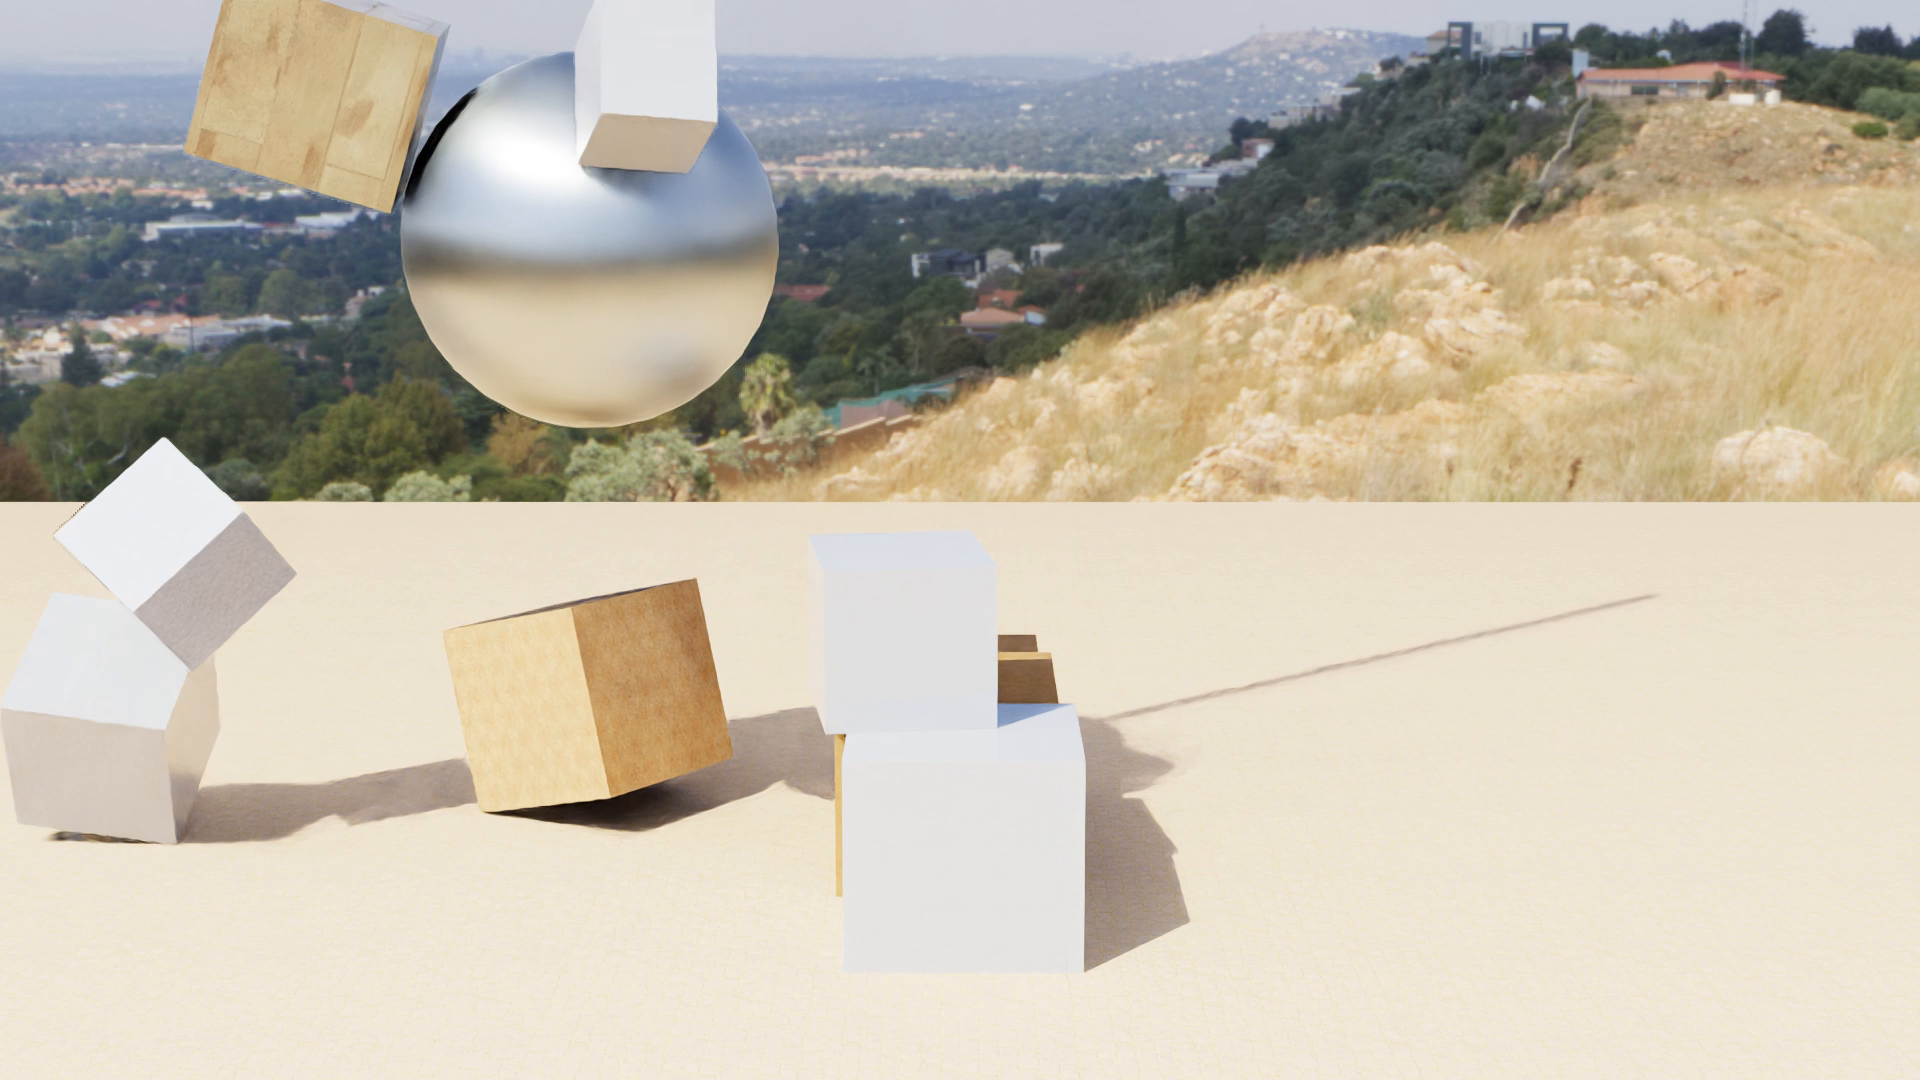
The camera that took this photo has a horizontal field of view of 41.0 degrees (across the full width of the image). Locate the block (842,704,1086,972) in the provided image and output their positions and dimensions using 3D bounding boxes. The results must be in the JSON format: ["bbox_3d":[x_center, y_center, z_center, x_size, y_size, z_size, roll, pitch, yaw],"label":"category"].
[{"bbox_3d":[0.015,1.204,10.530,0.950,0.865,0.934,0,10,0],"label":"block"}]

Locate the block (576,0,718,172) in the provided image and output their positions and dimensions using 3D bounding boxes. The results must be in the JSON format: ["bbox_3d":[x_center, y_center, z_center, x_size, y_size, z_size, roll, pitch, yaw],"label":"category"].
[{"bbox_3d":[-1.231,-1.783,10.017,0.446,0.501,0.548,2,-13,-18],"label":"block"}]

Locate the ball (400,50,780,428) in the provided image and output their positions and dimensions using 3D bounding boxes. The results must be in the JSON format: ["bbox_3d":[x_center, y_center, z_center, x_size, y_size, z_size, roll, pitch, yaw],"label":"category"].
[{"bbox_3d":[-1.572,-1.277,10.948,1.600,1.600,1.600,0,10,0],"label":"ball"}]

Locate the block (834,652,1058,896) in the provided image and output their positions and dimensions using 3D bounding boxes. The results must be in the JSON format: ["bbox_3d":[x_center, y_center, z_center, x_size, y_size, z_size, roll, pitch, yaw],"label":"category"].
[{"bbox_3d":[-0.058,1.030,11.460,0.956,0.874,0.920,0,10,0],"label":"block"}]

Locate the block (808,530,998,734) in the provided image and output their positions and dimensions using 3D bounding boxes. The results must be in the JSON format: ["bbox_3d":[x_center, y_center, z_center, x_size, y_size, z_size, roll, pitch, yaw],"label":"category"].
[{"bbox_3d":[-0.251,0.373,10.751,0.705,0.676,0.763,-2,11,-8],"label":"block"}]

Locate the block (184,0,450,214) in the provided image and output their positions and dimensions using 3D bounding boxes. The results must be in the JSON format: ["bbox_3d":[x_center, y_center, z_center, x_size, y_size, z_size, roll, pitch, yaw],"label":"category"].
[{"bbox_3d":[-2.667,-1.898,10.727,0.843,0.745,0.809,16,12,-11],"label":"block"}]

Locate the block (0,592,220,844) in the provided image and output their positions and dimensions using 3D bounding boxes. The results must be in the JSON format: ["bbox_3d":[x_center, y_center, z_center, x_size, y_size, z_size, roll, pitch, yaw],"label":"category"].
[{"bbox_3d":[-3.899,0.823,11.835,0.728,0.775,0.748,8,42,-3],"label":"block"}]

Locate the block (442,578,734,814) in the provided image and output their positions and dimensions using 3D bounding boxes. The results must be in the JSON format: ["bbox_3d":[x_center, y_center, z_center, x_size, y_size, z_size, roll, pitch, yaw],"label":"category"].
[{"bbox_3d":[-1.794,0.748,12.411,0.885,0.897,0.874,-10,2,37],"label":"block"}]

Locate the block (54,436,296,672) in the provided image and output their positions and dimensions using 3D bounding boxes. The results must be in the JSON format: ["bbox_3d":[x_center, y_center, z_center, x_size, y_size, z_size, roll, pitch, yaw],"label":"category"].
[{"bbox_3d":[-3.506,0.068,11.507,0.589,0.637,0.634,38,-15,24],"label":"block"}]

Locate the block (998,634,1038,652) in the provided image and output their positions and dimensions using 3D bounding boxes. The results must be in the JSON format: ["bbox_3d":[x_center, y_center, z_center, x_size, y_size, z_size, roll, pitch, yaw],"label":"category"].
[{"bbox_3d":[-0.022,0.920,12.308,0.793,0.786,0.772,0,10,0],"label":"block"}]
